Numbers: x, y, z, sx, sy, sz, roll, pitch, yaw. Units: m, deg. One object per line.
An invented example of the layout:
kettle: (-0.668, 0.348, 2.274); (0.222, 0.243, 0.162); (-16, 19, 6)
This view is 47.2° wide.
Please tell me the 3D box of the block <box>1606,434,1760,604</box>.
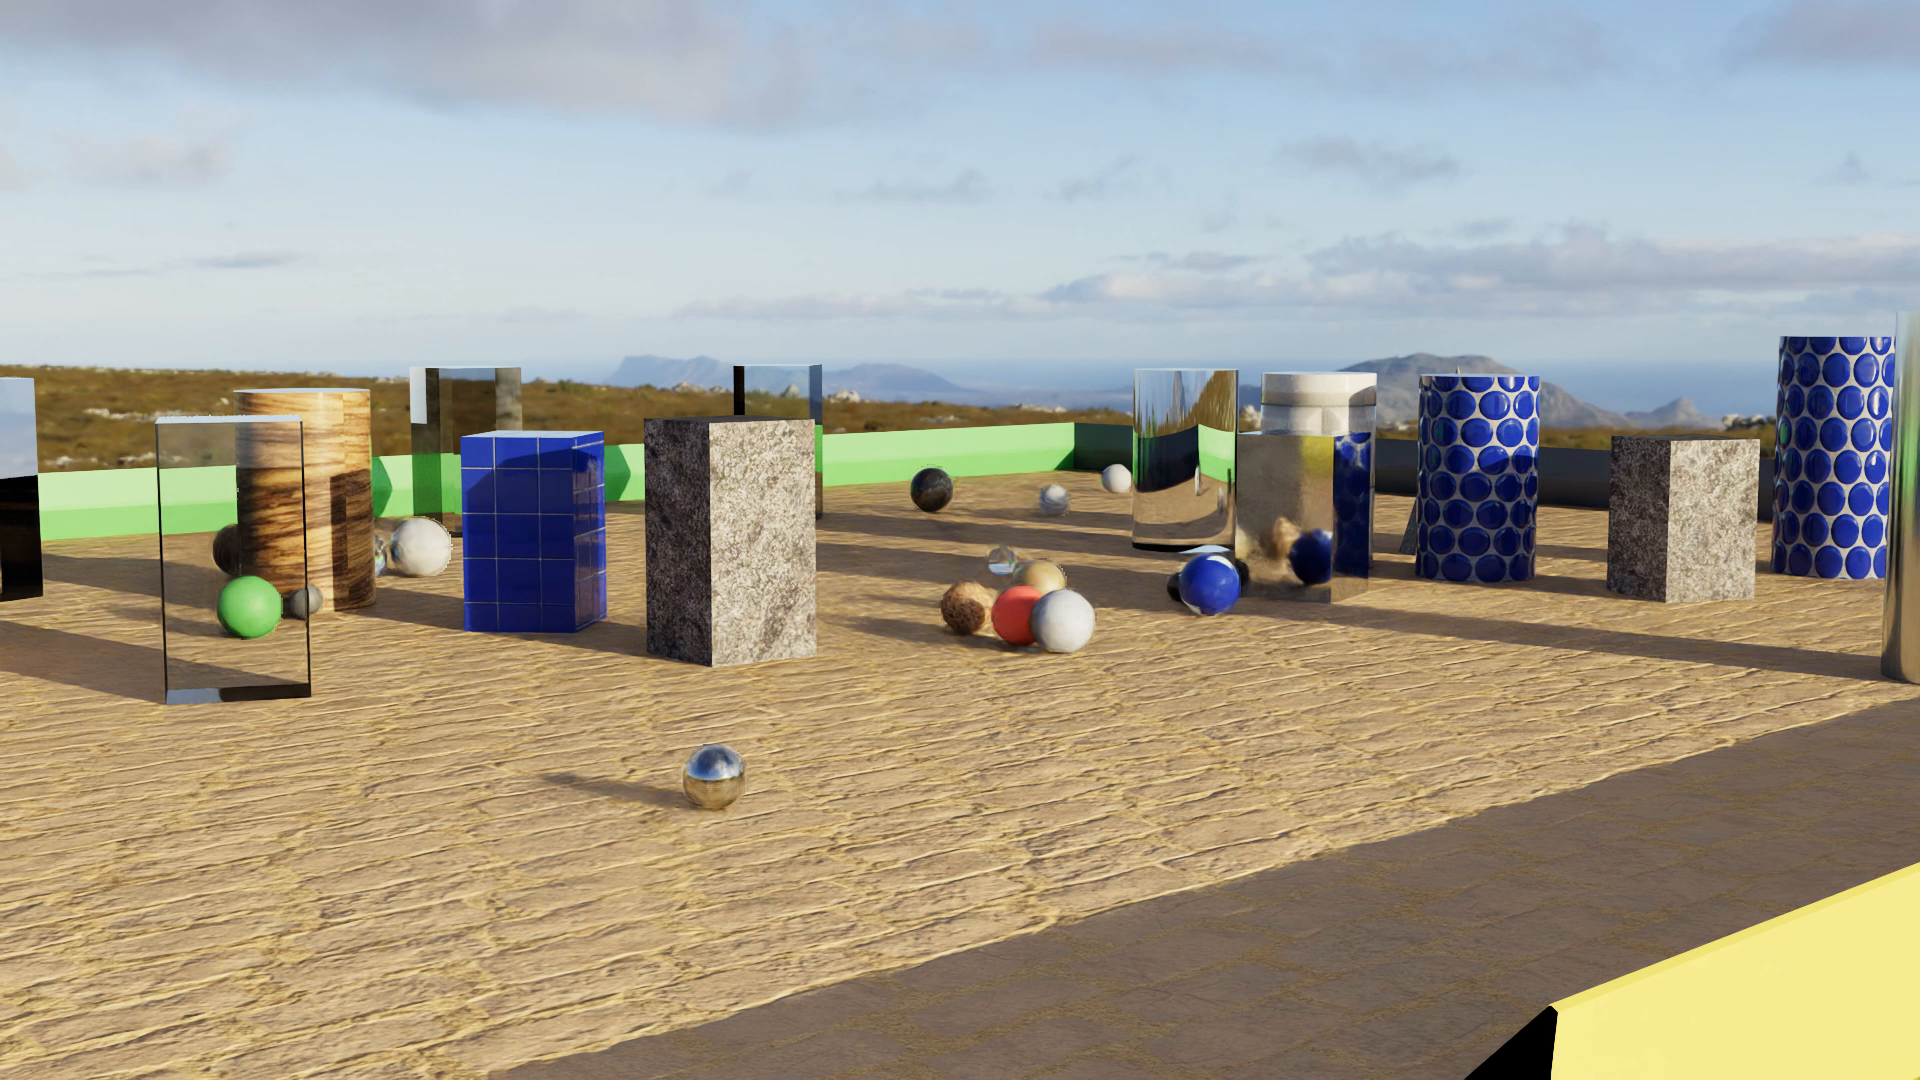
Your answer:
block: (1.130, -0.037, 3.444); (0.158, 0.248, 0.158); (-2, 6, -17)

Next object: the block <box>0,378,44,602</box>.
block: (-1.539, -0.077, 3.383); (0.158, 0.340, 0.158); (3, 7, 25)

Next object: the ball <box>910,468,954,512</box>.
ball: (-0.063, -0.113, 4.885); (0.099, 0.099, 0.099); (0, 6, 0)

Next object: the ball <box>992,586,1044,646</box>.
ball: (0.082, 0.101, 2.927); (0.081, 0.081, 0.081); (0, 6, 0)

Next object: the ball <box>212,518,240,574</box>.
ball: (-1.219, 0.010, 3.729); (0.094, 0.094, 0.094); (0, 6, 0)

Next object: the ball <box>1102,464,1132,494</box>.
ball: (0.380, -0.148, 5.343); (0.074, 0.074, 0.074); (0, 6, 0)

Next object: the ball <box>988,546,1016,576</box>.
ball: (0.070, 0.036, 3.703); (0.049, 0.049, 0.049); (0, 6, 0)

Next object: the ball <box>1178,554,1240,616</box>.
ball: (0.365, 0.065, 3.221); (0.091, 0.091, 0.091); (0, 6, 0)

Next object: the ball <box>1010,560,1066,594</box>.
ball: (0.115, 0.070, 3.225); (0.081, 0.081, 0.081); (0, 6, 0)

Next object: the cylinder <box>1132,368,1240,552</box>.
cylinder: (0.424, -0.153, 4.139); (0.198, 0.335, 0.198); (0, 6, 0)

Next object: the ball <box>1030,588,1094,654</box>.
ball: (0.133, 0.106, 2.857); (0.085, 0.085, 0.085); (0, 6, 0)

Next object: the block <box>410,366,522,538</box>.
block: (-0.988, -0.180, 4.410); (0.158, 0.332, 0.158); (-6, 8, -44)

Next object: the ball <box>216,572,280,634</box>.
ball: (-0.984, 0.086, 3.043); (0.085, 0.085, 0.085); (0, 6, 0)

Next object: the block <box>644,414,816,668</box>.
block: (-0.298, -0.004, 2.846); (0.158, 0.306, 0.158); (-5, 8, -39)

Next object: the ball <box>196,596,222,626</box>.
ball: (-1.057, 0.100, 3.109); (0.044, 0.044, 0.044); (0, 6, 0)

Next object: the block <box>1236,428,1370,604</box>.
block: (0.538, -0.041, 3.444); (0.158, 0.255, 0.158); (4, 7, 31)

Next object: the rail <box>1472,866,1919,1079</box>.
rail: (1.274, 0.177, 1.958); (4.385, 0.129, 0.045); (-5, 8, -42)

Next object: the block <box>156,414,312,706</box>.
block: (-0.849, 0.018, 2.571); (0.158, 0.319, 0.158); (-2, 6, -18)

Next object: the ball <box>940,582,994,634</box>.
ball: (0.010, 0.093, 3.041); (0.072, 0.072, 0.072); (0, 6, 0)

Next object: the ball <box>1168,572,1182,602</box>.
ball: (0.341, 0.071, 3.367); (0.048, 0.048, 0.048); (0, 6, 0)

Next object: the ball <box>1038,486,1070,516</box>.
ball: (0.204, -0.085, 4.764); (0.068, 0.068, 0.068); (0, 6, 0)

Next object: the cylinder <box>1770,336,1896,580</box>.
cylinder: (1.489, -0.145, 3.736); (0.198, 0.401, 0.198); (0, 6, 0)

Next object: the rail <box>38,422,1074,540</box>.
rail: (-1.274, -0.110, 4.705); (4.385, 0.129, 0.045); (-5, 8, -42)

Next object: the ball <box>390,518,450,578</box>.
ball: (-0.904, 0.013, 3.683); (0.099, 0.099, 0.099); (0, 6, 0)

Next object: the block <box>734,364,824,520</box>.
block: (-0.384, -0.206, 4.667); (0.158, 0.330, 0.158); (1, 6, 7)

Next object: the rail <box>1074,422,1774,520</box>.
rail: (1.594, -0.119, 4.795); (0.045, 0.129, 3.806); (-5, 8, -42)

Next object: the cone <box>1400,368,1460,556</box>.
cone: (0.911, -0.149, 4.043); (0.198, 0.345, 0.198); (0, 6, 0)

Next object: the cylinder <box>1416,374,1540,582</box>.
cylinder: (0.869, -0.108, 3.693); (0.198, 0.337, 0.198); (0, 6, 0)

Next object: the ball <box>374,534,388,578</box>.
ball: (-0.986, 0.026, 3.620); (0.086, 0.086, 0.086); (0, 6, 0)

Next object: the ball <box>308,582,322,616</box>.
ball: (-0.958, 0.087, 3.220); (0.048, 0.048, 0.048); (0, 6, 0)

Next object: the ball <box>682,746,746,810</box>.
ball: (-0.220, 0.213, 1.968); (0.057, 0.057, 0.057); (0, 6, 0)

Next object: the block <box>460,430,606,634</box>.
block: (-0.602, -0.015, 3.118); (0.158, 0.271, 0.158); (1, 6, 7)

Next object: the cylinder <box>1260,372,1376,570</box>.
cylinder: (0.622, -0.122, 3.832); (0.198, 0.337, 0.198); (0, 6, 0)

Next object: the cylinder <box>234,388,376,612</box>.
cylinder: (-0.989, -0.063, 3.324); (0.198, 0.325, 0.198); (0, 6, 0)

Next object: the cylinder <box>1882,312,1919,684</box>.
cylinder: (1.228, -0.053, 2.654); (0.198, 0.444, 0.198); (0, 6, 0)
